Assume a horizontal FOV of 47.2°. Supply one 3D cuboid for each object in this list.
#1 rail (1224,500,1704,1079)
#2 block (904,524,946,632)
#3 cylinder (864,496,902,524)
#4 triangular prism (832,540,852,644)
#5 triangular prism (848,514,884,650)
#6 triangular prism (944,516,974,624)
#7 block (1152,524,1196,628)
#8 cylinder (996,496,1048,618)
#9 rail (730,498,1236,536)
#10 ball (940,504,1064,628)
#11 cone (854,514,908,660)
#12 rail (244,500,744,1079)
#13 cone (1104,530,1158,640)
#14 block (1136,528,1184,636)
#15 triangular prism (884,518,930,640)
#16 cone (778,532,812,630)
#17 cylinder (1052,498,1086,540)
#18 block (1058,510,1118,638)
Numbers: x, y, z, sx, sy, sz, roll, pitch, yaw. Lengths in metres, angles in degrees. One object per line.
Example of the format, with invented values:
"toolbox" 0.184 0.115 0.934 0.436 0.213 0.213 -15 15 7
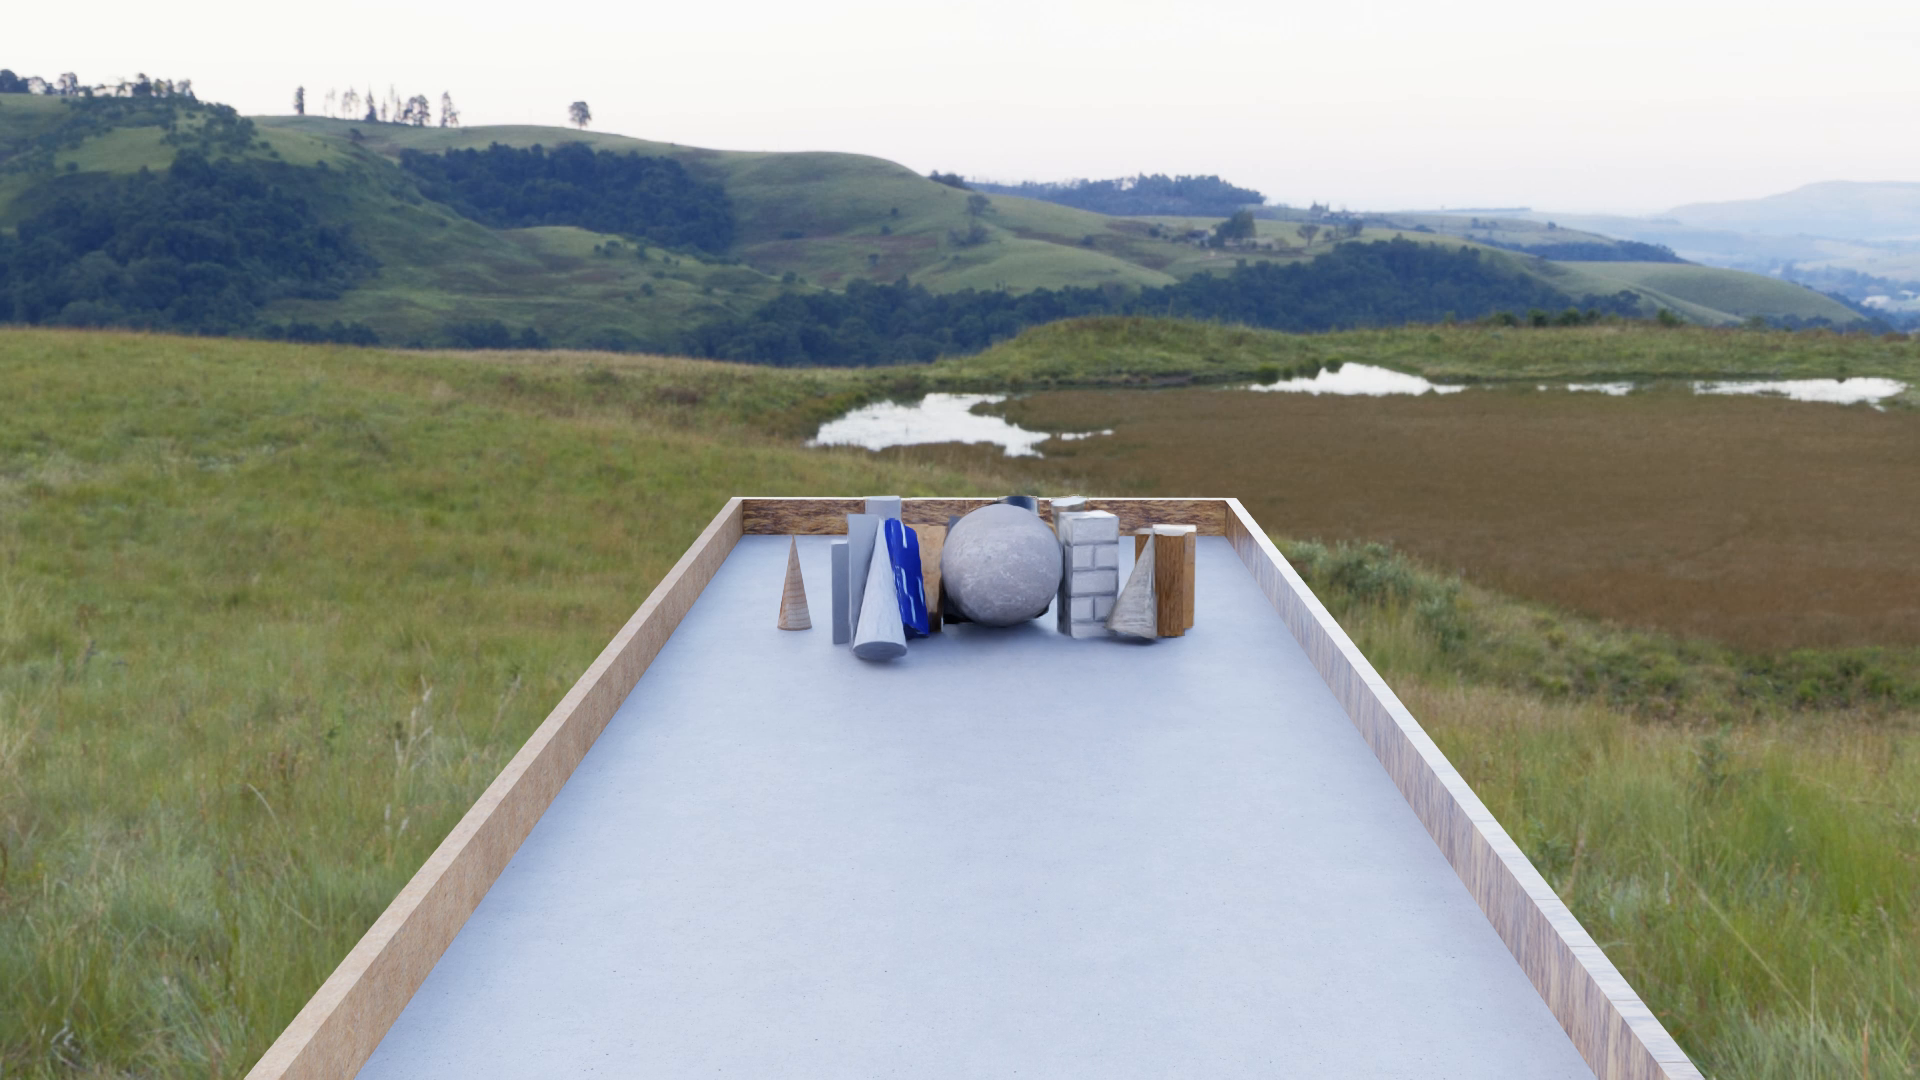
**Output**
"rail" 1.046 0.843 3.208 0.050 0.150 12.000 0 9 1
"block" -0.123 0.125 7.151 0.136 0.323 0.136 1 -31 6
"cylinder" -0.248 0.073 7.198 0.121 0.420 0.121 -1 7 0
"triangular prism" -0.381 0.162 6.968 0.098 0.319 0.085 -6 11 -31
"triangular prism" -0.307 0.136 6.788 0.123 0.417 0.106 4 -12 -28
"triangular prism" -0.013 0.105 7.254 0.126 0.339 0.109 13 -21 -25
"block" 0.702 0.118 7.238 0.140 0.318 0.140 1 8 6
"cylinder" 0.203 0.059 7.343 0.153 0.388 0.153 -4 -26 -2
"rail" 0.099 -0.098 9.147 2.100 0.150 0.050 0 9 1
"ball" 0.132 0.083 7.040 0.395 0.395 0.395 0 9 0
"cone" -0.242 0.126 6.712 0.165 0.451 0.165 -1 -23 0
"rail" -1.004 0.839 3.234 0.050 0.150 12.000 0 9 1
"cone" 0.579 0.128 6.975 0.173 0.349 0.173 13 -2 0
"block" 0.644 0.136 7.098 0.152 0.328 0.152 1 8 6
"triangular prism" -0.177 0.133 7.012 0.132 0.369 0.152 8 -30 -29
"cone" -0.542 0.127 7.178 0.115 0.322 0.115 0 9 0
"cylinder" 0.378 0.070 7.221 0.108 0.409 0.108 -7 14 2
"block" 0.412 0.109 7.085 0.154 0.385 0.154 -2 9 -14
